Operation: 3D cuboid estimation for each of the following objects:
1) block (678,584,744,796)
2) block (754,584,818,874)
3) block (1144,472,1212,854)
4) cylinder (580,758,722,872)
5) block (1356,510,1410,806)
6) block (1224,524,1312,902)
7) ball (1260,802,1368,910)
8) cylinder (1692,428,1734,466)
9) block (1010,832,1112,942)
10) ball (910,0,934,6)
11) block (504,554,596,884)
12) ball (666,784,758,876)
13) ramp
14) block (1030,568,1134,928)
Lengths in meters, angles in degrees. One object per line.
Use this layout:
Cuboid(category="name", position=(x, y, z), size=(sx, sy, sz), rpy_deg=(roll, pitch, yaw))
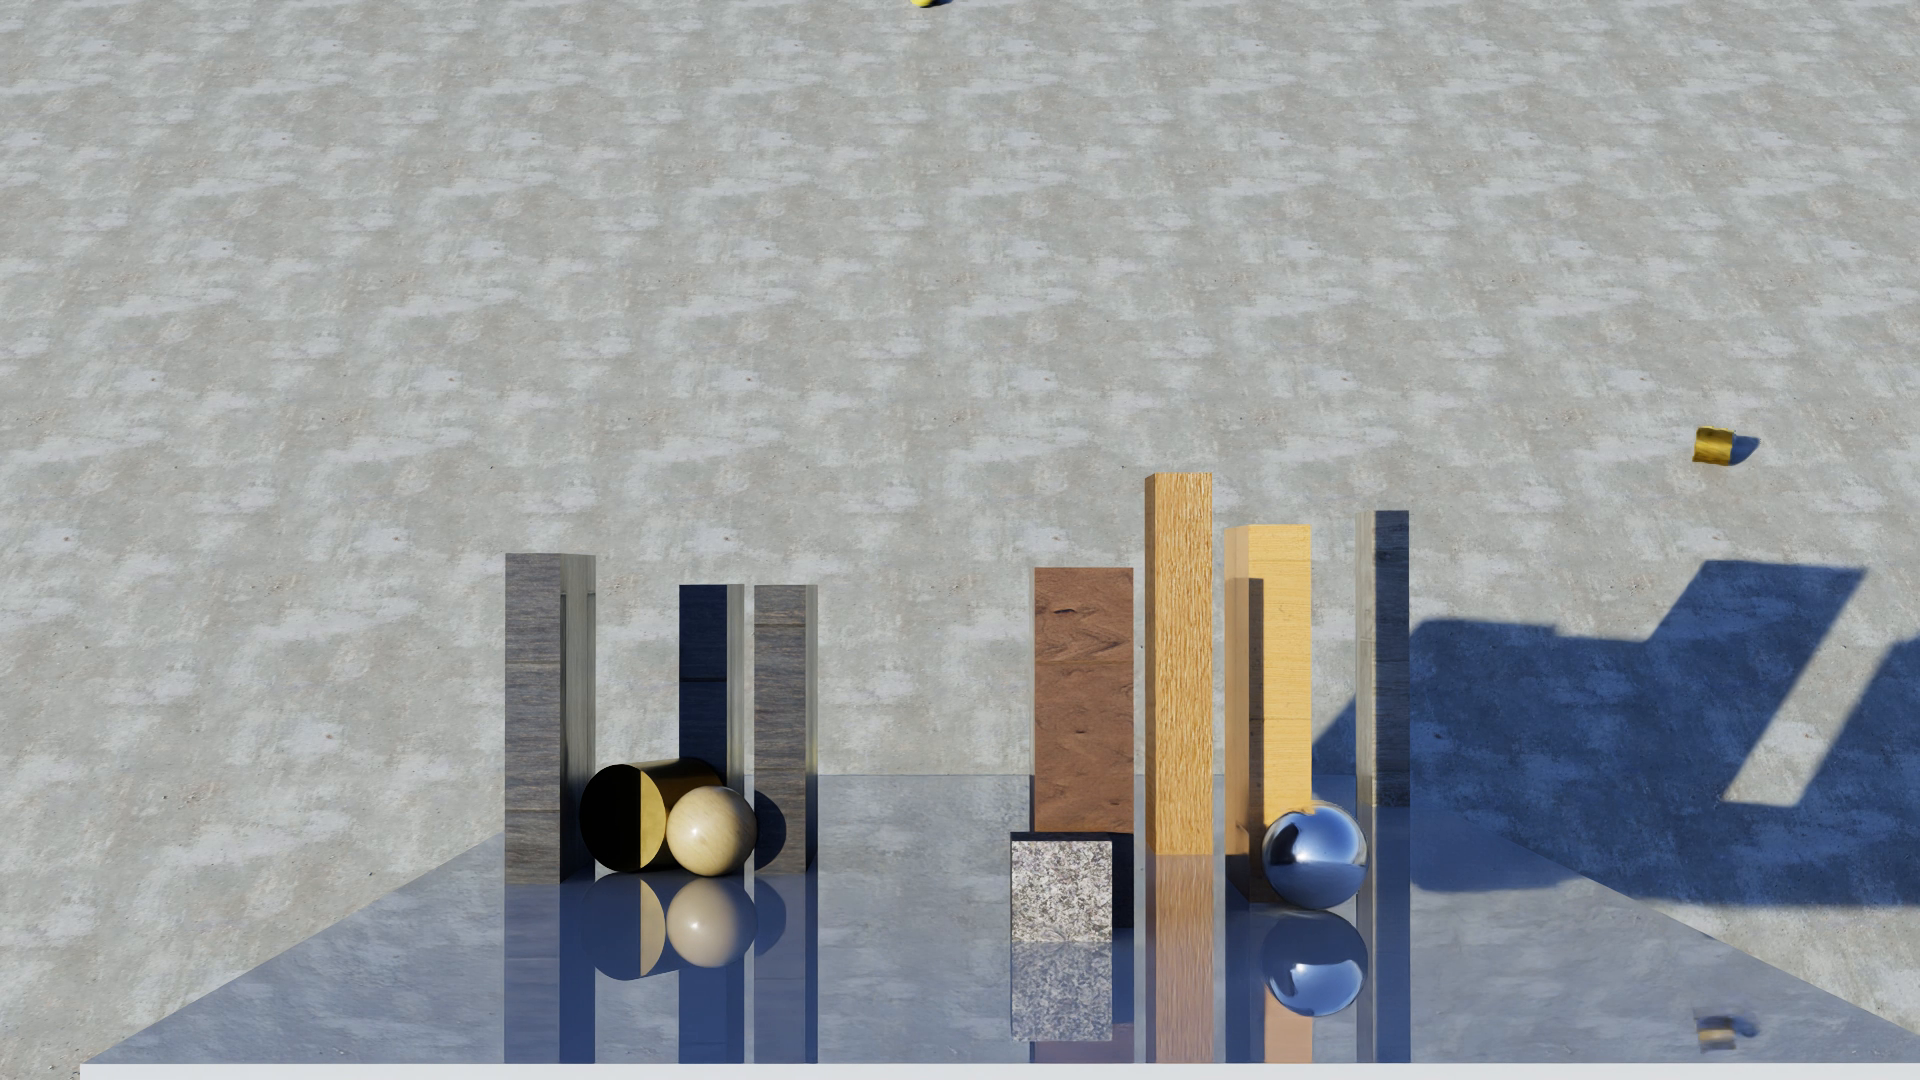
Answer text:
Cuboid(category="block", position=(-0.465, 0.334, 4.880), size=(0.087, 0.501, 0.384), rpy_deg=(0, -1, 0))
Cuboid(category="block", position=(-0.312, 0.331, 4.686), size=(0.089, 0.500, 0.389), rpy_deg=(0, -1, 0))
Cuboid(category="block", position=(0.415, 0.231, 4.941), size=(0.106, 0.707, 0.271), rpy_deg=(0, -1, 0))
Cuboid(category="cylinder", position=(-0.542, 0.486, 4.596), size=(0.189, 0.189, 0.189), rpy_deg=(20, 9, 29))
Cuboid(category="block", position=(0.966, 0.267, 5.936), size=(0.084, 0.664, 0.242), rpy_deg=(0, -1, 0))
Cuboid(category="block", position=(0.505, 0.277, 4.277), size=(0.098, 0.596, 0.371), rpy_deg=(0, -1, 0))
Cuboid(category="ball", position=(0.548, 0.488, 4.006), size=(0.165, 0.165, 0.165), rpy_deg=(0, 32, 0))
Cuboid(category="cylinder", position=(2.387, -0.296, 8.217), size=(0.109, 0.109, 0.109), rpy_deg=(9, 33, 15))
Cuboid(category="block", position=(0.144, 0.496, 3.724), size=(0.141, 0.141, 0.141), rpy_deg=(0, -1, 0))
Cuboid(category="ball", position=(-0.171, -2.458, 11.604), size=(0.136, 0.136, 0.136), rpy_deg=(0, 32, 0))
Cuboid(category="block", position=(-0.717, 0.302, 4.558), size=(0.092, 0.554, 0.427), rpy_deg=(0, -1, 0))
Cuboid(category="ball", position=(-0.426, 0.499, 4.453), size=(0.157, 0.157, 0.157), rpy_deg=(0, 32, 0))
Cuboid(category="ramp", position=(0.072, 0.632, 4.731), size=(2.000, 0.100, 4.000), rpy_deg=(0, -1, 0))
Cuboid(category="block", position=(0.182, 0.306, 3.944), size=(0.145, 0.528, 0.293), rpy_deg=(0, -1, 0))
